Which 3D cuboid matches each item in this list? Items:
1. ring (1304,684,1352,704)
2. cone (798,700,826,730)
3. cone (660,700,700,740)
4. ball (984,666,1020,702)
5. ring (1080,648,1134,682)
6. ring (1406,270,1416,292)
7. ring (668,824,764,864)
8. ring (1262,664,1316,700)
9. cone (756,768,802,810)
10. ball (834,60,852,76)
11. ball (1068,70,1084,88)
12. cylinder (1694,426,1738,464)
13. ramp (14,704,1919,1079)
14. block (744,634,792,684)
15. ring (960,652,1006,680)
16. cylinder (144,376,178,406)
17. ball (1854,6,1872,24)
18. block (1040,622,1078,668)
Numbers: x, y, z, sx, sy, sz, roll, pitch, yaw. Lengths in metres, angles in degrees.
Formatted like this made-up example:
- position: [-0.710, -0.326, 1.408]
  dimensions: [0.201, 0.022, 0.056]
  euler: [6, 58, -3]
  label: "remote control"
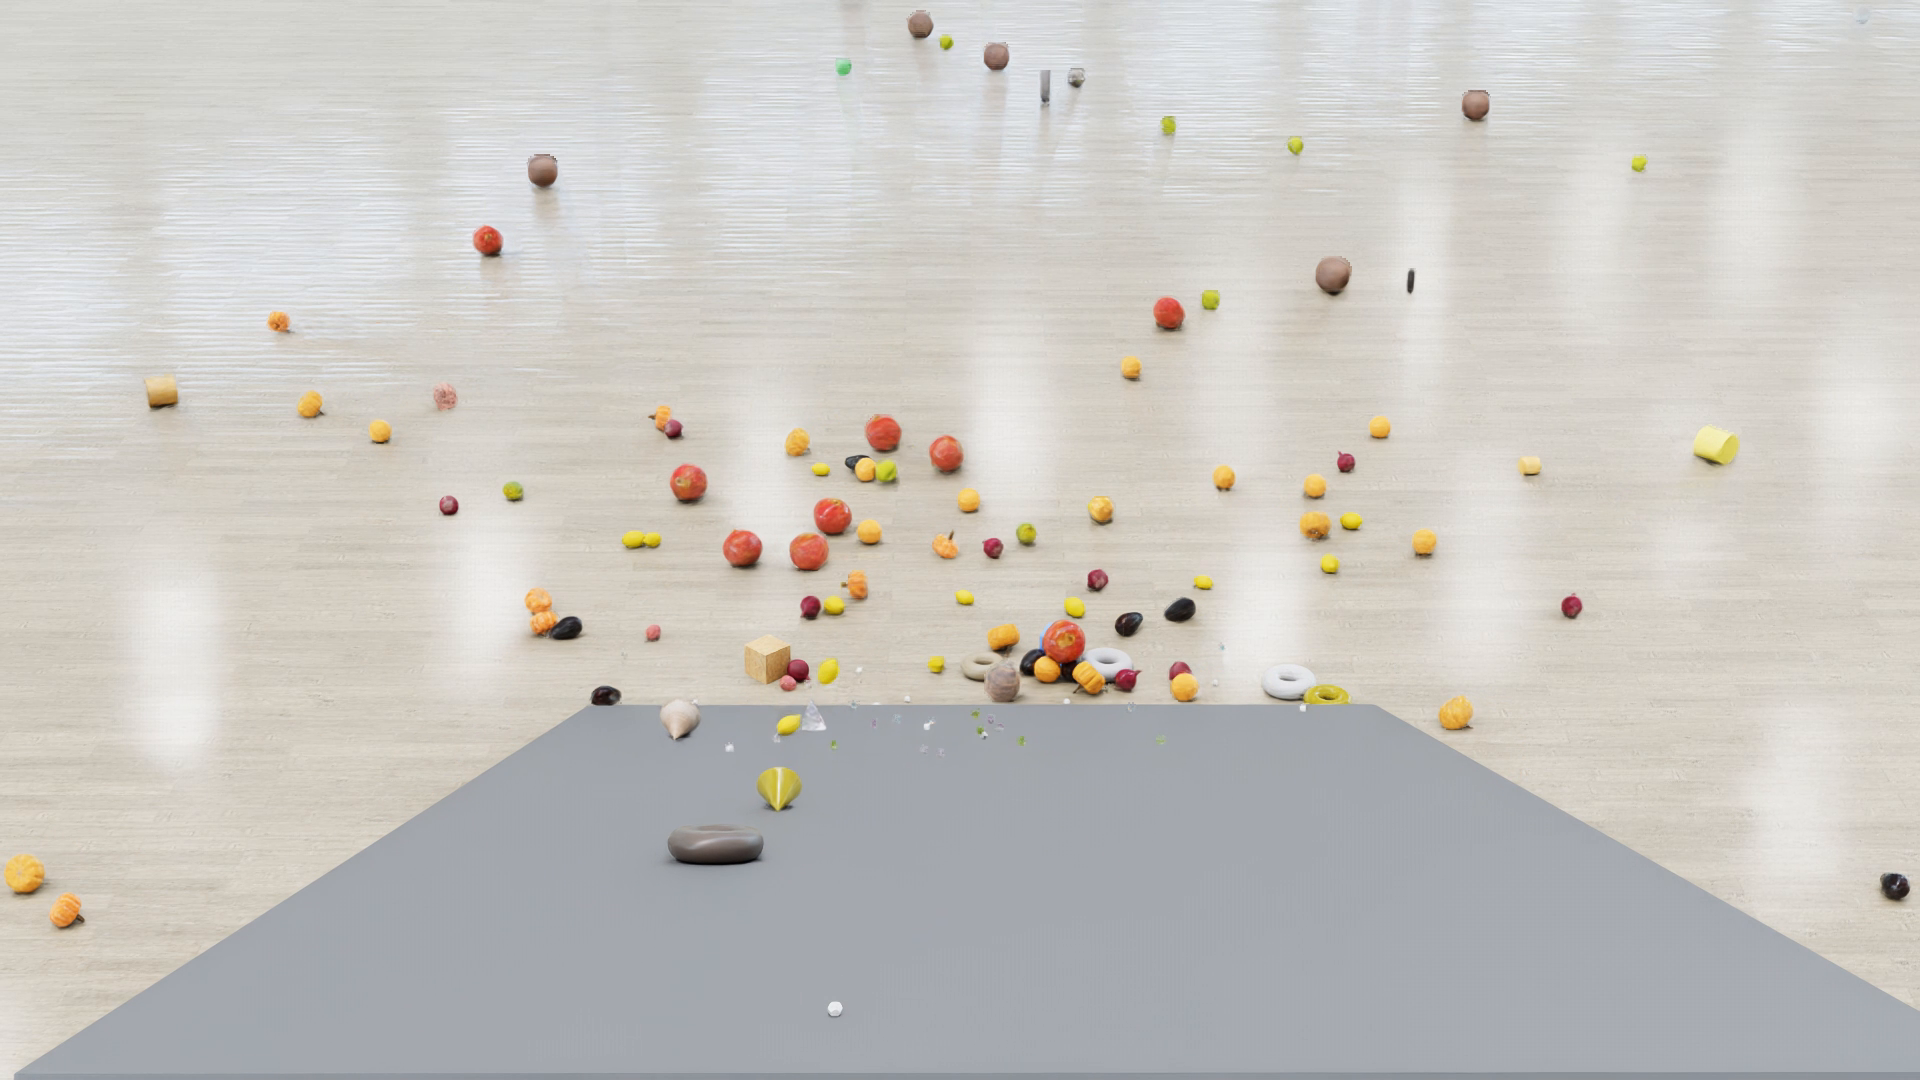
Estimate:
- position: [0.960, 0.418, 6.726]
  dimensions: [0.128, 0.043, 0.128]
  euler: [1, 26, 0]
  label: "ring"
- position: [-0.343, 0.400, 5.967]
  dimensions: [0.071, 0.071, 0.071]
  euler: [0, 2, 0]
  label: "cone"
- position: [-0.631, 0.420, 5.765]
  dimensions: [0.094, 0.094, 0.094]
  euler: [1, 28, 2]
  label: "cone"
- position: [0.112, 0.375, 6.755]
  dimensions: [0.094, 0.094, 0.094]
  euler: [0, 25, 0]
  label: "ball"
- position: [0.392, 0.333, 6.898]
  dimensions: [0.144, 0.048, 0.144]
  euler: [1, 25, -1]
  label: "ring"
- position: [1.673, -0.960, 9.575]
  dimensions: [0.028, 0.084, 0.084]
  euler: [5, 26, 8]
  label: "ring"
- position: [-0.376, 0.467, 3.964]
  dimensions: [0.148, 0.049, 0.148]
  euler: [1, 0, 0]
  label: "ring"
- position: [0.869, 0.374, 6.812]
  dimensions: [0.145, 0.048, 0.145]
  euler: [-1, 26, 0]
  label: "ring"
- position: [-0.320, 0.457, 4.552]
  dimensions: [0.080, 0.080, 0.080]
  euler: [-1, 28, -2]
  label: "cone"
- position: [-0.558, -2.256, 12.304]
  dimensions: [0.077, 0.077, 0.077]
  euler: [0, 25, 0]
  label: "ball"
- position: [0.546, -2.170, 12.116]
  dimensions: [0.083, 0.083, 0.083]
  euler: [0, 25, 0]
  label: "ball"
- position: [2.394, -0.299, 8.168]
  dimensions: [0.098, 0.098, 0.098]
  euler: [-20, 32, -36]
  label: "cylinder"
- position: [0.058, 0.524, 4.562]
  dimensions: [2.000, 0.100, 4.000]
  euler: [0, 2, 0]
  label: "ramp"
- position: [-0.513, 0.318, 6.883]
  dimensions: [0.087, 0.087, 0.087]
  euler: [-23, 34, -39]
  label: "block"
- position: [0.063, 0.336, 6.899]
  dimensions: [0.123, 0.041, 0.123]
  euler: [1, 24, 0]
  label: "ring"
- position: [-2.660, -0.495, 8.585]
  dimensions: [0.091, 0.091, 0.091]
  euler: [-11, 27, -21]
  label: "cylinder"
- position: [4.624, -2.690, 13.210]
  dimensions: [0.083, 0.083, 0.083]
  euler: [0, 25, 0]
  label: "ball"
- position: [0.265, 0.284, 6.962]
  dimensions: [0.082, 0.082, 0.082]
  euler: [8, 27, 17]
  label: "block"
